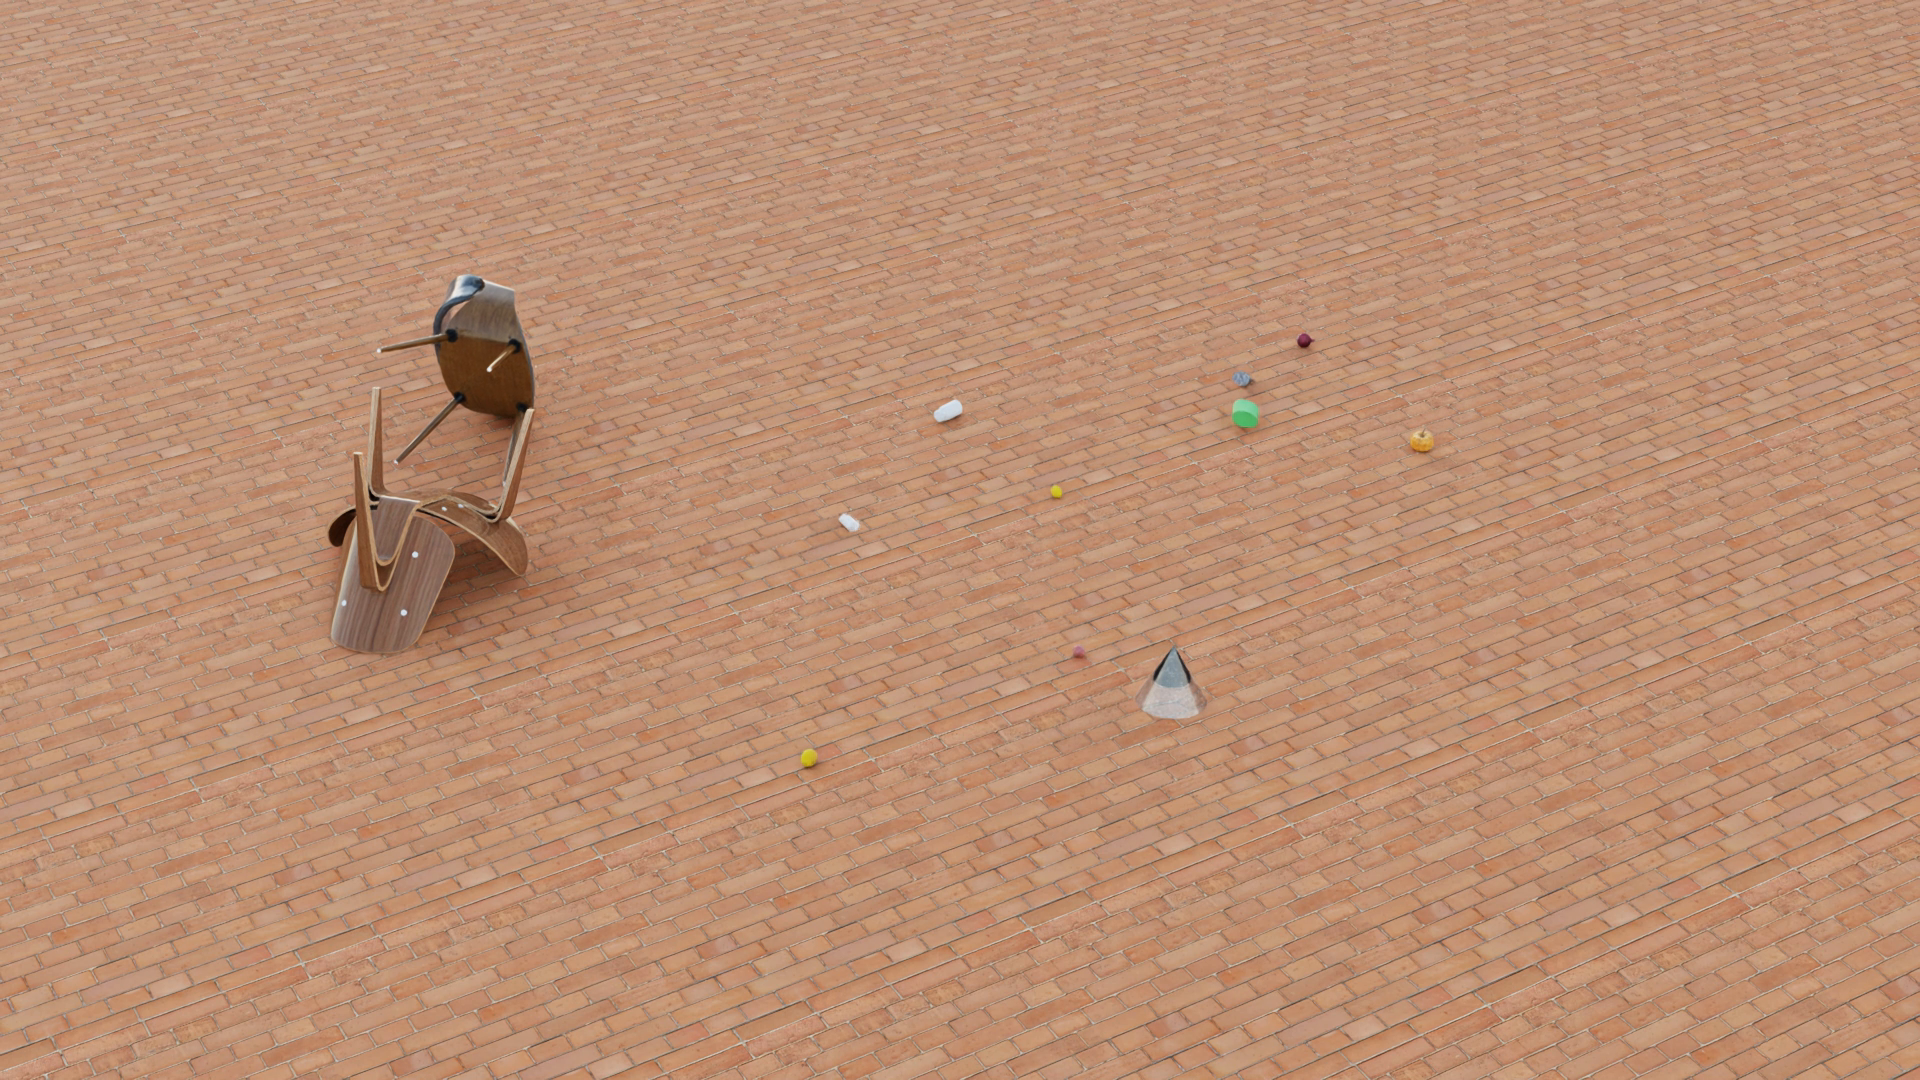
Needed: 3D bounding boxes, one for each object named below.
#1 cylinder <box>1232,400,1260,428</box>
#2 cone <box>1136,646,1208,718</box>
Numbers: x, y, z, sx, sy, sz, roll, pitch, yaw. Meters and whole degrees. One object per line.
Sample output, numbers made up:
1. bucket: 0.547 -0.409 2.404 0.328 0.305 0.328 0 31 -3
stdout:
1. cylinder: 1.133 -0.501 11.634 0.105 0.072 0.087 21 34 -3
2. cone: 0.728 0.456 10.040 0.250 0.235 0.206 6 34 9
